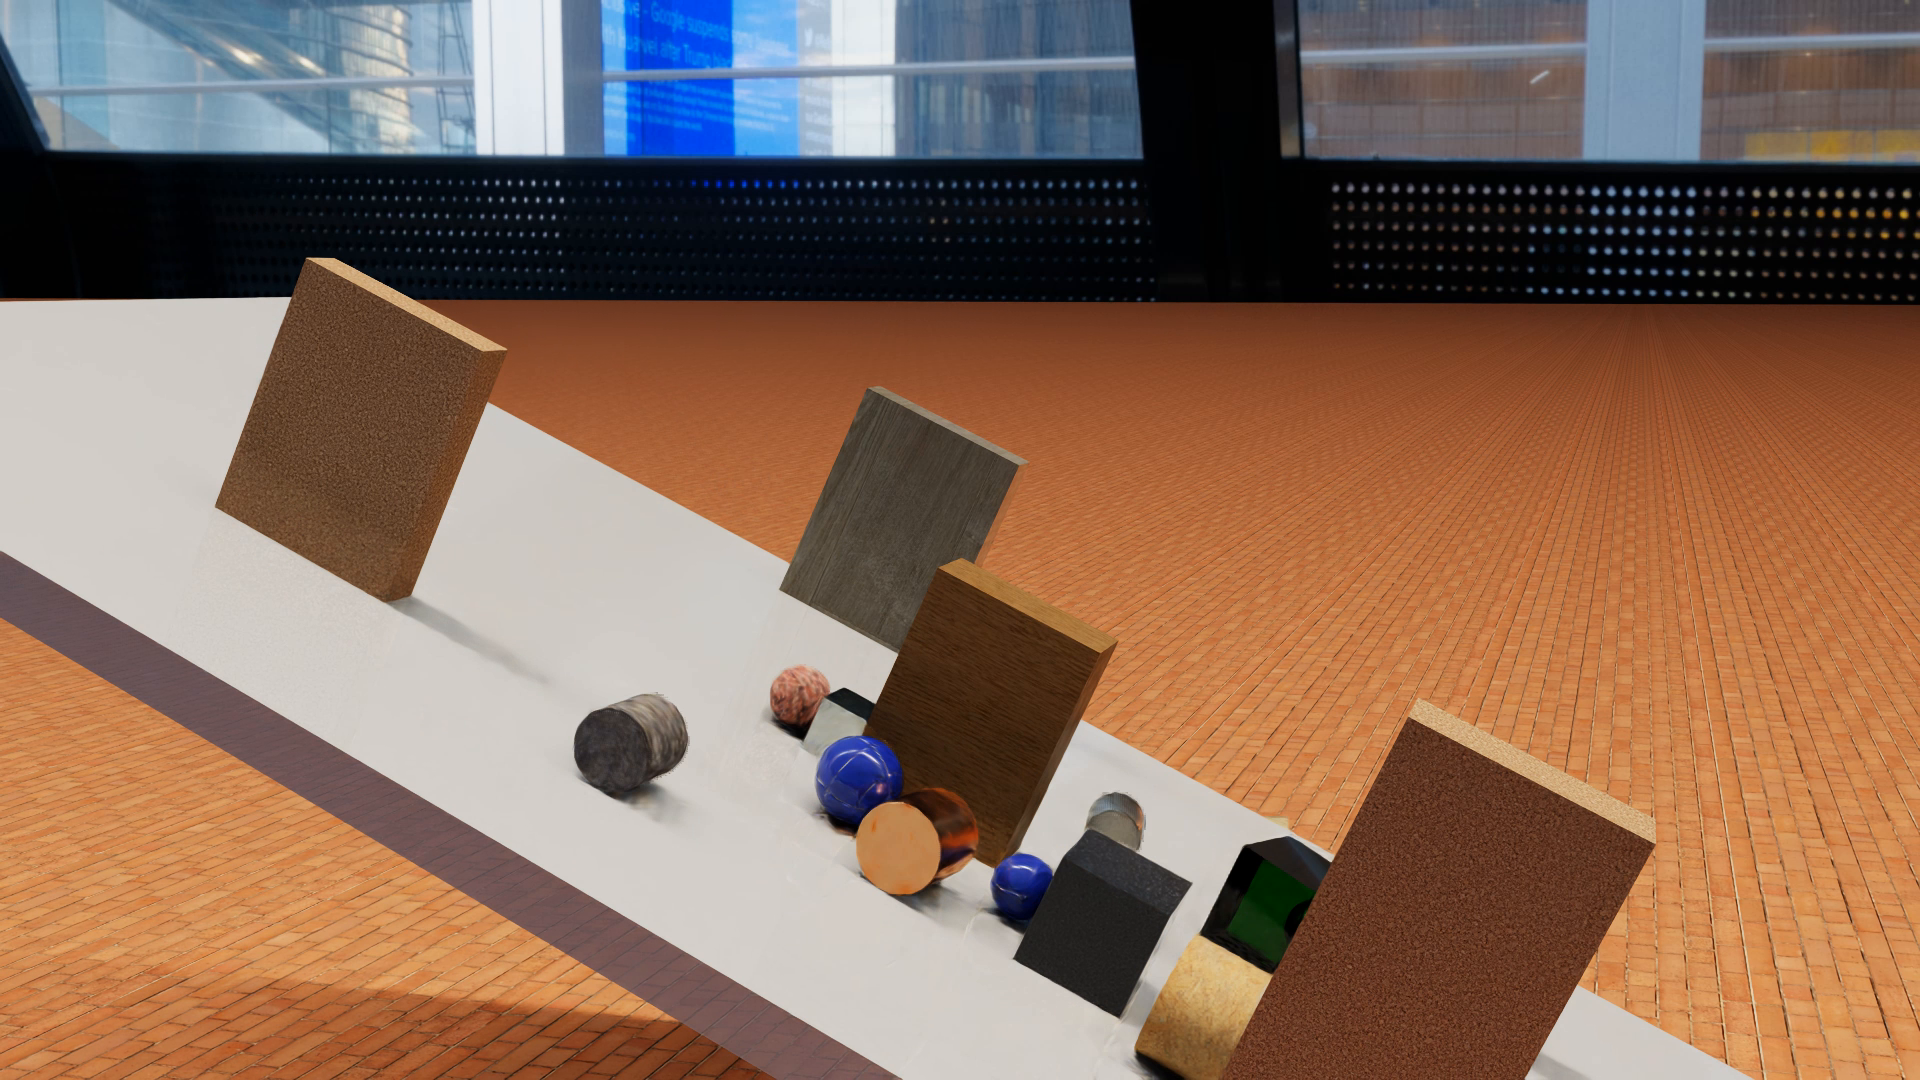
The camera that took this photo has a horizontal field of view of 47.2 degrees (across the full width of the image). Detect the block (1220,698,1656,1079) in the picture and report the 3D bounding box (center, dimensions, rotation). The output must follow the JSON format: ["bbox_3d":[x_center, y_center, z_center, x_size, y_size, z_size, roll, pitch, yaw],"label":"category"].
[{"bbox_3d":[0.603,0.650,3.015,0.350,0.784,0.139,28,14,12],"label":"block"}]

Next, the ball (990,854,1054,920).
[{"bbox_3d":[0.109,0.599,3.798,0.113,0.113,0.113,0,7,0],"label":"ball"}]

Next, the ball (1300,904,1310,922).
[{"bbox_3d":[0.722,0.750,4.268,0.124,0.124,0.124,0,7,0],"label":"ball"}]

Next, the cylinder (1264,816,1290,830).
[{"bbox_3d":[0.908,0.944,6.754,0.189,0.189,0.189,0,7,2],"label":"cylinder"}]

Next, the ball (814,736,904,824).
[{"bbox_3d":[-0.178,0.422,3.877,0.157,0.157,0.157,0,7,0],"label":"ball"}]

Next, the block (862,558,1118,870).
[{"bbox_3d":[0.034,0.315,4.026,0.331,0.450,0.146,28,14,12],"label":"block"}]

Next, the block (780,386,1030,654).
[{"bbox_3d":[-0.128,-0.030,4.932,0.387,0.509,0.087,28,14,12],"label":"block"}]

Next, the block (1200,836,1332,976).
[{"bbox_3d":[0.610,0.700,4.093,0.204,0.204,0.204,32,15,29],"label":"block"}]

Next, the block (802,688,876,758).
[{"bbox_3d":[-0.213,0.360,4.154,0.110,0.110,0.110,28,14,12],"label":"block"}]

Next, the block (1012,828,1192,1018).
[{"bbox_3d":[0.242,0.639,3.691,0.199,0.199,0.199,27,14,12],"label":"block"}]

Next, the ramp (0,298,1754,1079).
[{"bbox_3d":[-0.264,0.451,4.170,4.000,0.100,2.000,28,14,12],"label":"ramp"}]

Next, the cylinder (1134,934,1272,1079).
[{"bbox_3d":[0.419,0.768,3.485,0.209,0.209,0.209,28,15,14],"label":"cylinder"}]

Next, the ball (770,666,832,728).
[{"bbox_3d":[-0.304,0.301,4.200,0.119,0.119,0.119,0,7,0],"label":"ball"}]

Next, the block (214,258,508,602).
[{"bbox_3d":[-1.078,-0.198,3.944,0.381,0.496,0.089,28,14,12],"label":"block"}]
